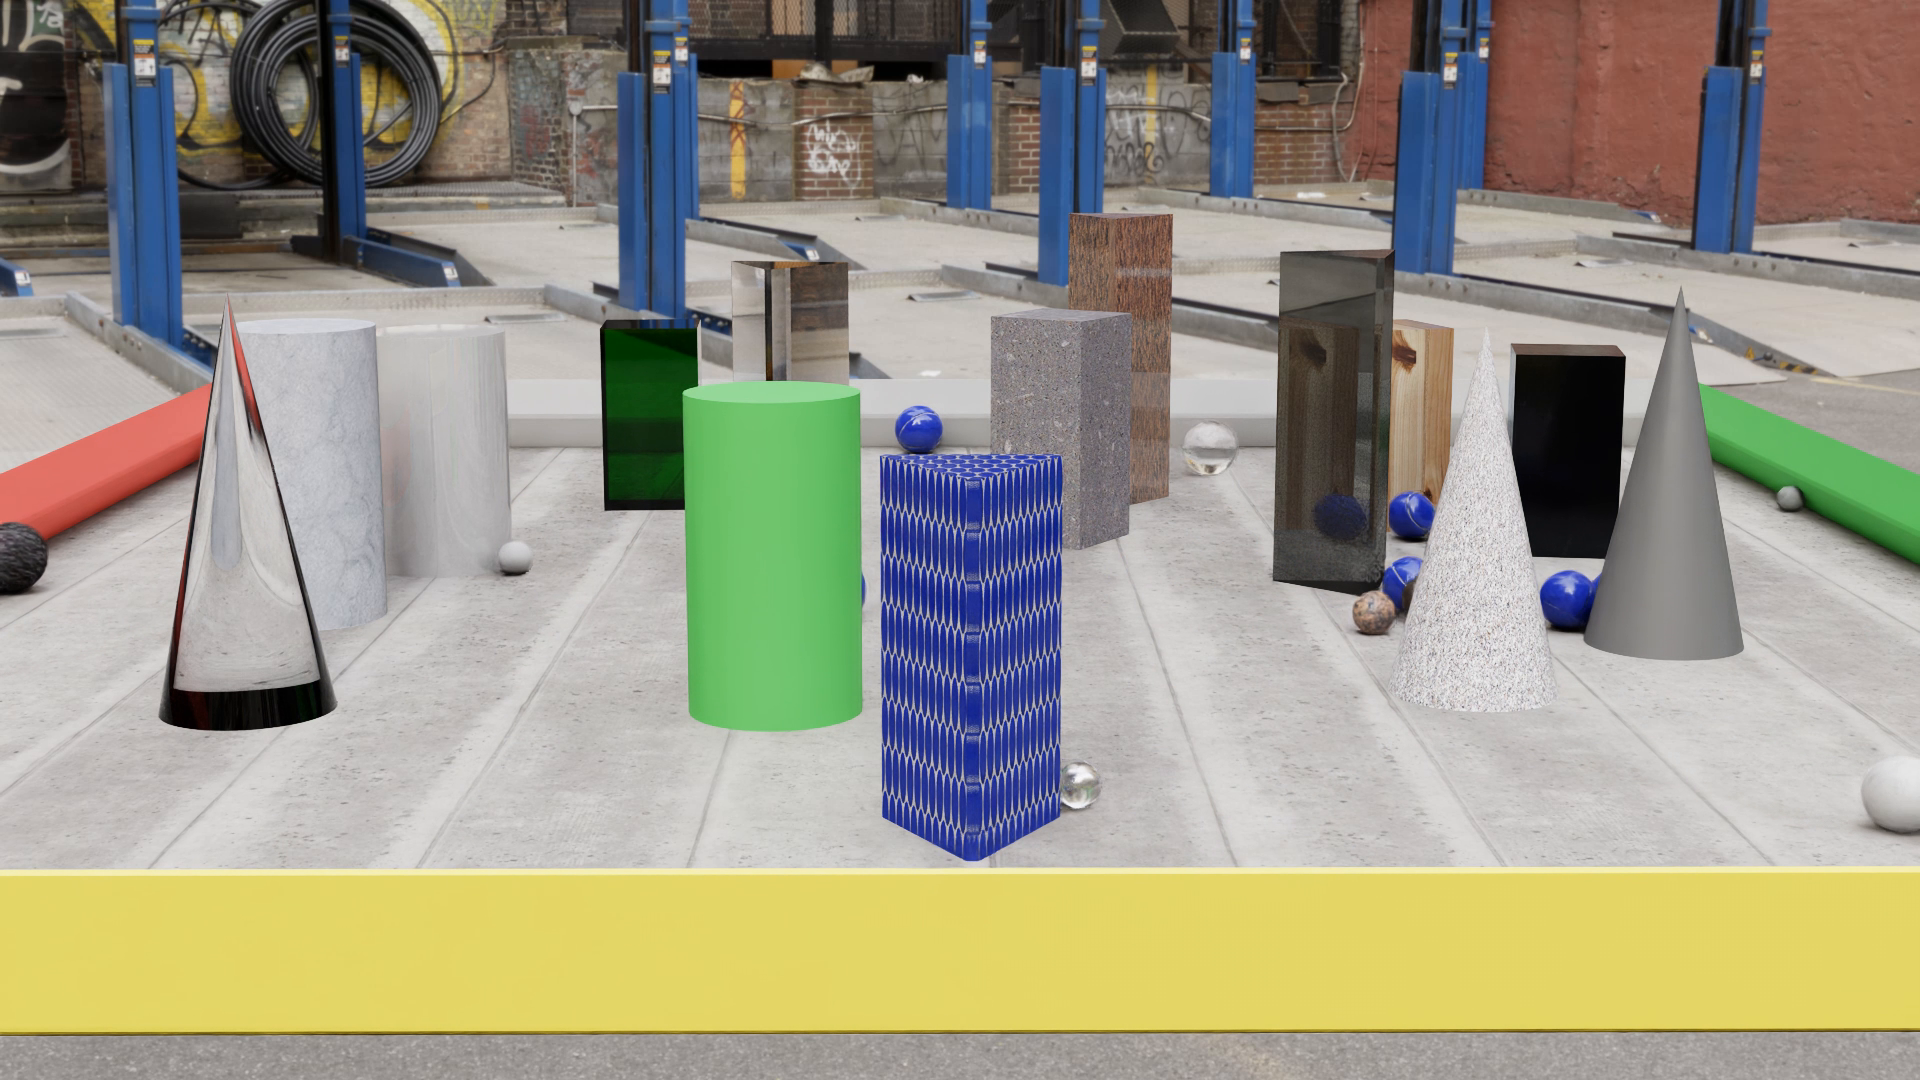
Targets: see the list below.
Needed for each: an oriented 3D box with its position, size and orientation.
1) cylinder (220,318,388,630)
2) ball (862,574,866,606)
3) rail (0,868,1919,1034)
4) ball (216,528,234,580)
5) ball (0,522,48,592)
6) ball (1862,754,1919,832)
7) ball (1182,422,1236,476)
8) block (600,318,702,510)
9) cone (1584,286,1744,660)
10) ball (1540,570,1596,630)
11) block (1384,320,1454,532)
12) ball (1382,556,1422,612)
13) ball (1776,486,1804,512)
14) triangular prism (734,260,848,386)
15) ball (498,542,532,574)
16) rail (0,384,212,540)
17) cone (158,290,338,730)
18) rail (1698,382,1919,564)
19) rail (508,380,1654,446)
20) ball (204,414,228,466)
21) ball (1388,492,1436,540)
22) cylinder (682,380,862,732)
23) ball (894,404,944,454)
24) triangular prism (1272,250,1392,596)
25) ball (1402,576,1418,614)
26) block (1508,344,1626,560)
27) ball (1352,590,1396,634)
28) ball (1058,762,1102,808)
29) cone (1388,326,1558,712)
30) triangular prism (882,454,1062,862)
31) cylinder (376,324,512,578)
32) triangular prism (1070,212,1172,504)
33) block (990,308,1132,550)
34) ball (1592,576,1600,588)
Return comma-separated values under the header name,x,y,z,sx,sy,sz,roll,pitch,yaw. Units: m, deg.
name,x,y,z,sx,sy,sz,roll,pitch,yaw
cylinder,-0.870,-0.090,3.406,0.199,0.389,0.199,0,10,0
ball,-0.169,0.066,3.374,0.094,0.094,0.094,0,10,0
rail,0.009,0.308,1.965,2.841,0.129,0.045,0,10,0
ball,-1.015,0.019,3.651,0.085,0.085,0.085,0,10,0
ball,-1.328,0.024,3.589,0.098,0.098,0.098,0,10,0
ball,0.906,0.244,2.468,0.074,0.074,0.074,0,10,0
ball,0.449,-0.165,4.614,0.097,0.097,0.097,0,10,0
block,-0.515,-0.212,4.304,0.159,0.302,0.159,-1,11,-4
cone,0.898,-0.094,3.236,0.199,0.458,0.199,0,10,0
ball,0.795,0.079,3.353,0.077,0.077,0.077,0,10,0
block,0.676,-0.185,4.110,0.159,0.319,0.159,-3,11,-18
ball,0.607,0.060,3.458,0.075,0.075,0.075,0,10,0
ball,1.371,-0.068,4.238,0.044,0.044,0.044,0,10,0
triangular prism,-0.276,-0.186,3.778,0.149,0.442,0.172,8,13,38
ball,-0.645,0.026,3.717,0.048,0.048,0.048,0,10,0
rail,-1.397,0.035,3.441,0.045,0.129,3.066,0,10,0
cone,-0.816,-0.042,2.898,0.199,0.479,0.199,0,10,0
rail,1.397,0.032,3.457,0.045,0.129,3.066,0,10,0
rail,-0.009,-0.241,4.933,2.841,0.129,0.045,0,10,0
ball,-1.334,-0.183,4.707,0.099,0.099,0.099,0,10,0
ball,0.702,-0.038,3.989,0.074,0.074,0.074,0,10,0
cylinder,-0.211,0.014,2.906,0.199,0.366,0.199,0,10,0
ball,-0.078,-0.210,4.871,0.092,0.092,0.092,0,10,0
triangular prism,0.561,-0.172,3.629,0.172,0.469,0.149,10,15,44
ball,0.616,0.078,3.391,0.064,0.064,0.064,0,10,0
block,0.915,-0.137,3.894,0.159,0.304,0.159,2,11,9
ball,0.537,0.094,3.326,0.057,0.057,0.057,0,10,0
ball,0.118,0.243,2.547,0.046,0.046,0.046,0,10,0
cone,0.605,-0.035,2.985,0.199,0.433,0.199,0,10,0
triangular prism,0.033,0.101,2.455,0.149,0.359,0.172,-6,12,-30
cylinder,-0.761,-0.134,3.760,0.199,0.346,0.199,0,10,0
triangular prism,0.244,-0.308,4.332,0.149,0.480,0.172,8,13,38
block,0.157,-0.176,3.981,0.159,0.348,0.159,7,12,31
ball,0.866,0.075,3.400,0.067,0.067,0.067,0,10,0
